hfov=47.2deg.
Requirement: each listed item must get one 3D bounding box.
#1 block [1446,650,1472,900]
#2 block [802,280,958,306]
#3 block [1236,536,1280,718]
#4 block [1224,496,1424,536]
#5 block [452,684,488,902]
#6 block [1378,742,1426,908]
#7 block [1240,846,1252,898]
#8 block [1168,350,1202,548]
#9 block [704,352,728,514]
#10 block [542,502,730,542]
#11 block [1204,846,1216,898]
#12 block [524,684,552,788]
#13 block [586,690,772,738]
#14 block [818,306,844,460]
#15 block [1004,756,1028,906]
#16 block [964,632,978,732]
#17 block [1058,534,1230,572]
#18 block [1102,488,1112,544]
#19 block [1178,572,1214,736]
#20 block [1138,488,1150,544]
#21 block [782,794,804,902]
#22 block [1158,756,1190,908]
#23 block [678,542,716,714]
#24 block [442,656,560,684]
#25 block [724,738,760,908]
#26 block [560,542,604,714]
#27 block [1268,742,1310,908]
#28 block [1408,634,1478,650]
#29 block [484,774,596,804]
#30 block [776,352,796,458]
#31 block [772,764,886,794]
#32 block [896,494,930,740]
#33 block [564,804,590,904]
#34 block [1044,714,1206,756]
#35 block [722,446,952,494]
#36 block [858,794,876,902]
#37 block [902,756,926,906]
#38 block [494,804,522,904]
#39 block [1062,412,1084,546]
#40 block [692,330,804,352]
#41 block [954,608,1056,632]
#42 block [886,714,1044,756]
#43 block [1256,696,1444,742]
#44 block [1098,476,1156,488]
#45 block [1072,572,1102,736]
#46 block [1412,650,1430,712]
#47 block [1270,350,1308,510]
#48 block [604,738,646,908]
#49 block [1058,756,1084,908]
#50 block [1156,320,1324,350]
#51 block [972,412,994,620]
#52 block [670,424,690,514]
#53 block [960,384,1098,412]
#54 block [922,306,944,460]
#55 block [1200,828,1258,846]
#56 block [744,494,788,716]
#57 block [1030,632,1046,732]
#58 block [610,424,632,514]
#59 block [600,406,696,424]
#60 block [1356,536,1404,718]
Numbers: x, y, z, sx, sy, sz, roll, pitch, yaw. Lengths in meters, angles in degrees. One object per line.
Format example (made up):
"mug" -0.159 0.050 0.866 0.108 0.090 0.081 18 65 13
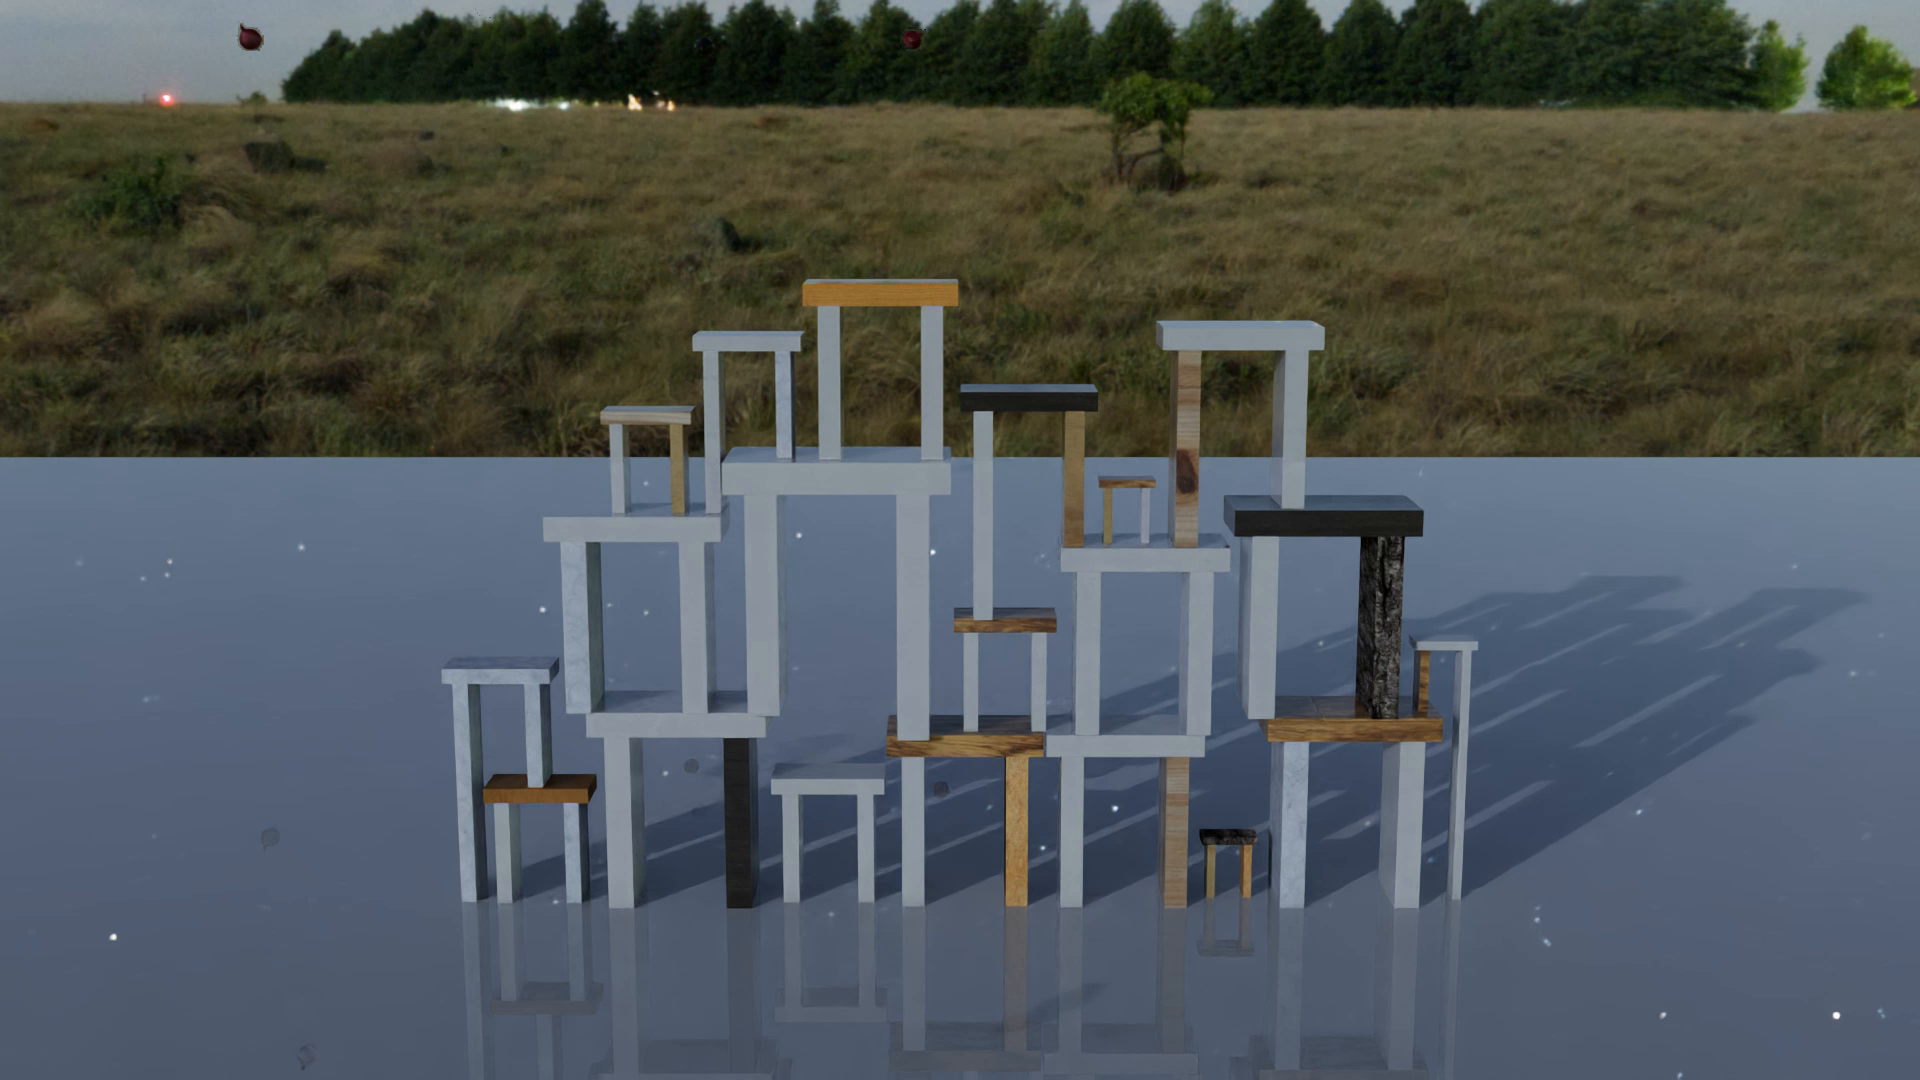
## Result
"block" 0.822 0.382 3.628 0.014 0.423 0.051 0 11 0
"block" -0.124 -0.393 3.488 0.242 0.034 0.121 0 11 0
"block" 0.484 0.128 3.581 0.042 0.298 0.149 0 11 0
"block" 0.584 -0.040 3.550 0.298 0.042 0.149 0 11 0
"block" -0.810 0.407 3.640 0.025 0.370 0.087 0 11 0
"block" 0.731 0.451 3.643 0.040 0.282 0.141 0 11 0
"block" 0.476 0.545 3.665 0.013 0.091 0.045 0 11 0
"block" 0.360 -0.154 3.530 0.036 0.315 0.126 0 11 0
"block" -0.392 -0.177 3.528 0.024 0.259 0.085 0 11 1
"block" -0.519 -0.029 3.551 0.281 0.040 0.140 0 11 0
"block" 0.416 0.545 3.665 0.013 0.091 0.045 0 11 0
"block" -0.694 0.311 3.622 0.025 0.175 0.087 0 11 0
"block" -0.458 0.285 3.614 0.289 0.041 0.144 0 11 0
"block" -0.205 -0.257 3.513 0.034 0.242 0.121 0 11 0
"block" 0.093 0.465 3.649 0.036 0.254 0.127 0 11 0
"block" 0.018 0.223 3.603 0.023 0.166 0.083 0 11 0
"block" 0.295 0.020 3.562 0.269 0.038 0.135 0 11 0
"block" 0.238 -0.043 3.550 0.013 0.090 0.045 0 11 0
"block" 0.385 0.171 3.591 0.038 0.269 0.135 0 11 0
"block" 0.298 -0.043 3.550 0.013 0.090 0.045 0 11 0
"block" -0.278 0.498 3.657 0.026 0.185 0.092 0 11 0
"block" 0.353 0.465 3.643 0.036 0.256 0.128 0 11 0
"block" -0.426 0.128 3.580 0.040 0.281 0.140 0 11 0
"block" -0.752 0.213 3.604 0.175 0.025 0.087 0 11 0
"block" -0.361 0.448 3.644 0.041 0.289 0.144 0 11 0
"block" -0.613 0.128 3.580 0.040 0.281 0.140 0 11 0
"block" 0.543 0.451 3.643 0.040 0.282 0.141 0 11 0
"block" 0.789 0.167 3.588 0.102 0.014 0.051 0 11 0
"block" -0.693 0.411 3.633 0.171 0.024 0.086 0 11 0
"block" -0.279 -0.221 3.519 0.024 0.170 0.085 0 11 0
"block" -0.216 0.395 3.637 0.185 0.026 0.092 0 11 0
"block" -0.075 0.109 3.580 0.051 0.399 0.180 0 11 0
"block" -0.636 0.506 3.650 0.024 0.171 0.086 0 11 0
"block" 0.268 0.321 3.617 0.256 0.036 0.128 0 11 0
"block" -0.194 -0.112 3.539 0.359 0.051 0.180 0 11 0
"block" -0.155 0.498 3.657 0.026 0.185 0.092 0 11 0
"block" -0.077 0.465 3.650 0.036 0.254 0.127 0 11 0
"block" -0.750 0.506 3.650 0.024 0.171 0.086 0 11 0
"block" 0.182 -0.106 3.542 0.031 0.217 0.108 0 11 0
"block" -0.336 -0.317 3.502 0.170 0.024 0.085 0 11 0
"block" 0.073 0.130 3.586 0.166 0.023 0.083 0 11 0
"block" 0.008 0.322 3.623 0.254 0.036 0.127 0 11 0
"block" 0.637 0.293 3.614 0.282 0.040 0.141 0 11 0
"block" 0.268 -0.093 3.541 0.090 0.013 0.045 0 11 0
"block" 0.206 0.171 3.590 0.038 0.269 0.135 0 11 0
"block" 0.755 0.224 3.599 0.014 0.102 0.051 0 11 0
"block" 0.528 -0.184 3.525 0.036 0.252 0.126 0 11 0
"block" -0.554 0.448 3.644 0.041 0.289 0.144 0 11 0
"block" 0.183 0.465 3.643 0.036 0.256 0.128 0 11 0
"block" 0.444 -0.326 3.498 0.252 0.036 0.126 0 11 0
"block" 0.037 -0.047 3.553 0.031 0.337 0.108 0 11 0
"block" -0.450 -0.119 3.535 0.020 0.143 0.072 0 11 0
"block" 0.109 -0.228 3.519 0.217 0.031 0.108 0 11 0
"block" -0.044 -0.257 3.514 0.034 0.242 0.121 0 11 0
"block" 0.446 0.494 3.655 0.091 0.013 0.045 0 11 0
"block" -0.314 0.089 3.577 0.051 0.359 0.180 0 11 0
"block" 0.128 0.223 3.603 0.023 0.166 0.083 0 11 0
"block" -0.546 -0.119 3.535 0.020 0.143 0.072 0 11 0
"block" -0.498 -0.200 3.520 0.143 0.020 0.072 0 11 0
"block" 0.683 0.128 3.581 0.042 0.298 0.149 0 11 0
